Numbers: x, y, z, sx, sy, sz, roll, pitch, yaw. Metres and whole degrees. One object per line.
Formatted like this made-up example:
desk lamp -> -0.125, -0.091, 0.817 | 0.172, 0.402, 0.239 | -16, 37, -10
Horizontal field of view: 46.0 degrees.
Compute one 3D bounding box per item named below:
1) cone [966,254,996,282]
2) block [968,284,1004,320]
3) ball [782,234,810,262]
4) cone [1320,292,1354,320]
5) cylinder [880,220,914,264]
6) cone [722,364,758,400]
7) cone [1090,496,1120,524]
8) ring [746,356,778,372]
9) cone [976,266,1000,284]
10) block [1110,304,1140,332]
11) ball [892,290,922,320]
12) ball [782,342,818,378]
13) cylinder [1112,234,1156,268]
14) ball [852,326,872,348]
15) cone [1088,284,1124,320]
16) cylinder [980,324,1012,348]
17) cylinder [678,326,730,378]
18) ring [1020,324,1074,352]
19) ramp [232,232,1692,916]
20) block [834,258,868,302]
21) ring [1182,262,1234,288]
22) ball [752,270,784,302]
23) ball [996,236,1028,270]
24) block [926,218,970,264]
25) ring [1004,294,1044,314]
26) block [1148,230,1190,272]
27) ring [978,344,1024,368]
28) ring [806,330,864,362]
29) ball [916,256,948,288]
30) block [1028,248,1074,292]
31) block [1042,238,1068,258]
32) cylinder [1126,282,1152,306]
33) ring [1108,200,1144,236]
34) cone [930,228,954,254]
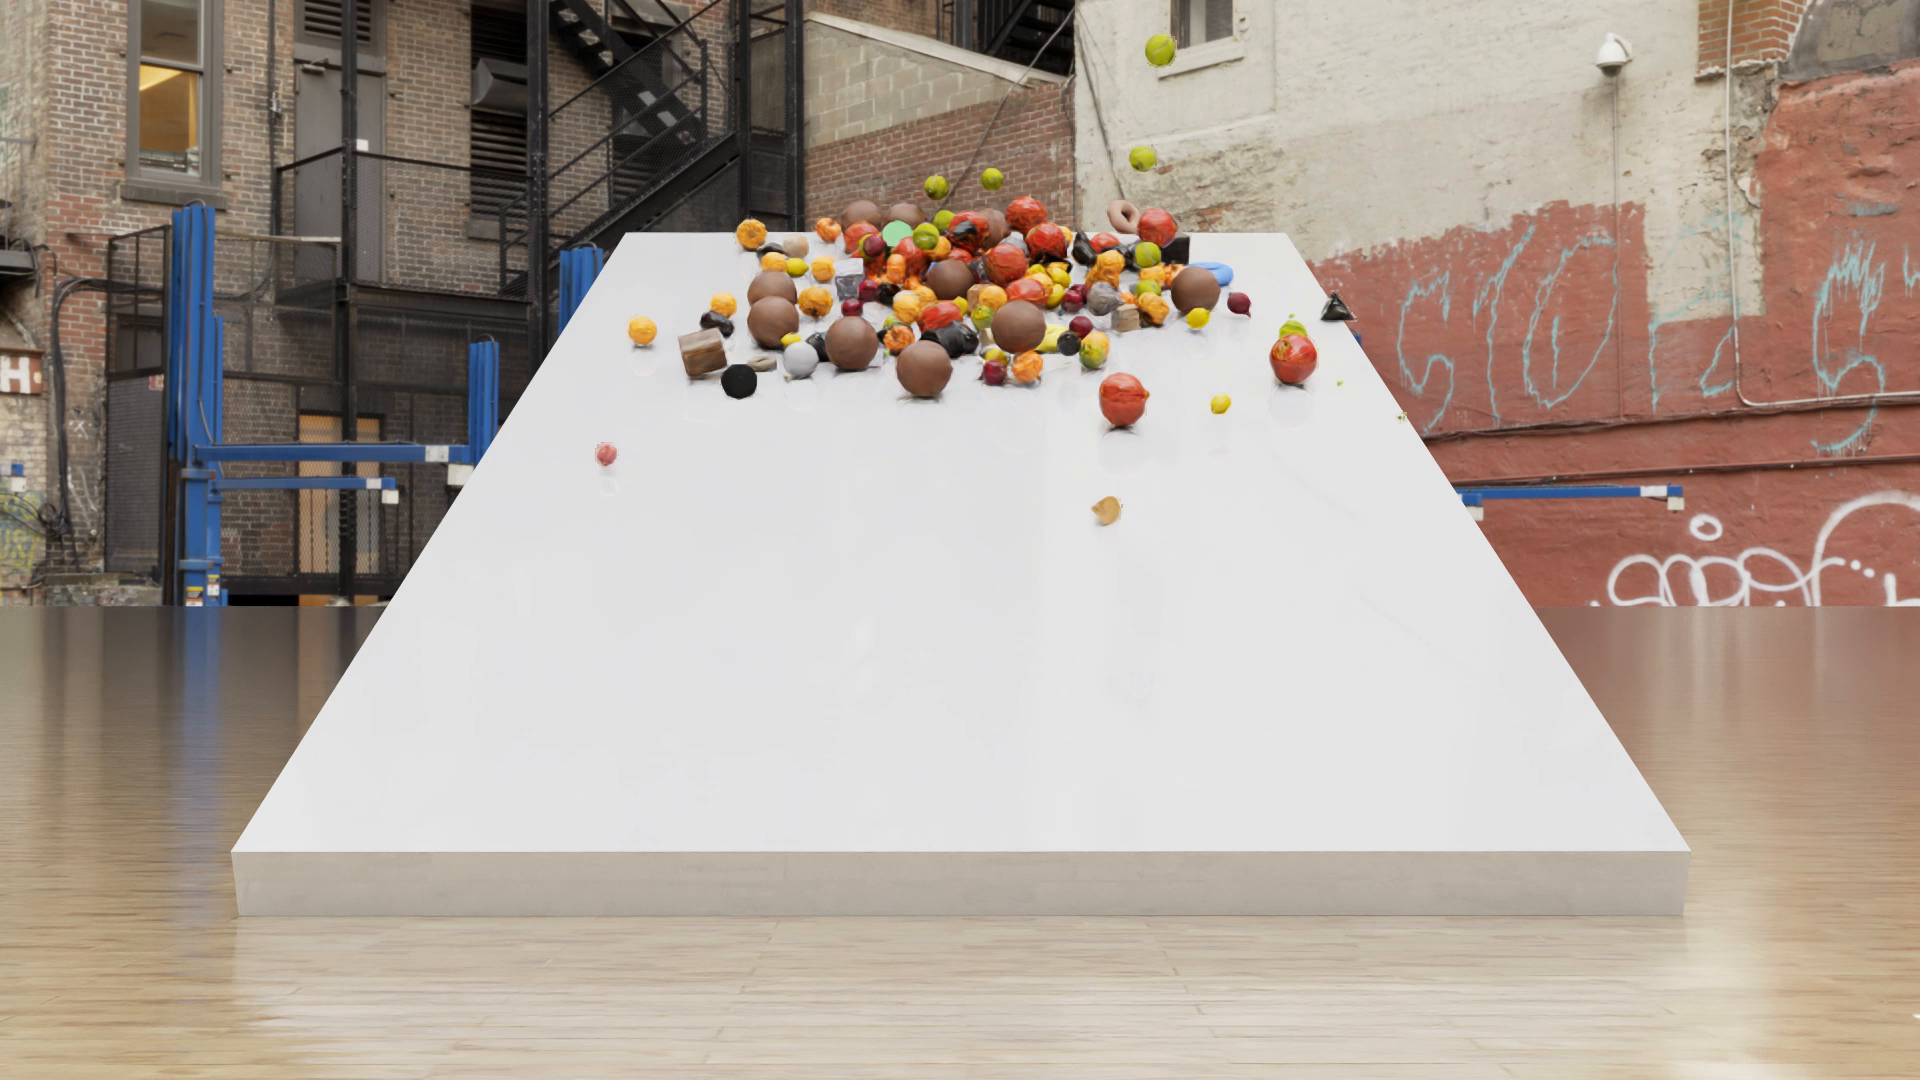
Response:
cone -> 0.043, -0.717, 5.930 | 0.071, 0.071, 0.071 | 14, 8, 40
block -> 0.067, -0.619, 5.887 | 0.076, 0.076, 0.076 | 6, 21, 17
ball -> -0.470, -0.838, 6.489 | 0.078, 0.078, 0.078 | 0, -2, 0
cone -> 0.986, -0.588, 5.861 | 0.082, 0.082, 0.082 | 28, -3, -2
cylinder -> -0.173, -0.814, 6.196 | 0.086, 0.086, 0.086 | 0, -21, -6
cone -> -0.502, -0.360, 5.213 | 0.083, 0.083, 0.083 | 0, -3, 2
cone -> 0.271, -0.060, 4.384 | 0.056, 0.056, 0.056 | 1, 7, -39
ring -> -0.473, -0.422, 5.413 | 0.075, 0.025, 0.075 | -3, 21, 1
cone -> 0.089, -0.700, 6.176 | 0.072, 0.072, 0.072 | -16, -39, -14
block -> 0.421, -0.566, 5.770 | 0.057, 0.057, 0.057 | -5, 20, -14
ball -> -0.138, -0.610, 5.861 | 0.076, 0.076, 0.076 | 0, -2, 0
ball -> -0.376, -0.425, 5.334 | 0.085, 0.085, 0.085 | 0, -2, 0
cylinder -> 0.490, -0.815, 6.389 | 0.090, 0.090, 0.090 | 1, 12, -33
ball -> -0.246, -0.502, 5.592 | 0.055, 0.055, 0.055 | 0, -2, 0
cone -> 0.385, -0.601, 5.698 | 0.092, 0.092, 0.092 | 1, 4, -40
cylinder -> 0.086, -0.493, 5.563 | 0.059, 0.059, 0.059 | 12, -7, -25
cylinder -> -0.602, -0.443, 5.323 | 0.099, 0.099, 0.099 | -14, -1, -2
ring -> 0.215, -0.501, 5.604 | 0.138, 0.046, 0.138 | 2, 20, -1
ramp -> -0.005, -0.205, 4.999 | 2.000, 0.100, 4.000 | 0, 20, 0
block -> -0.292, -0.696, 6.049 | 0.078, 0.078, 0.078 | -8, 39, 1
ring -> 0.682, -0.731, 6.240 | 0.145, 0.048, 0.145 | -1, 21, 0
ball -> -0.513, -0.678, 6.036 | 0.083, 0.083, 0.083 | 0, -2, 0
ball -> 0.140, -0.774, 6.099 | 0.088, 0.088, 0.088 | 0, -2, 0
block -> -0.036, -0.854, 6.468 | 0.079, 0.079, 0.079 | -46, 7, 34
ring -> 0.167, -0.618, 5.945 | 0.106, 0.035, 0.106 | 1, 20, -1
block -> 0.591, -0.821, 6.423 | 0.093, 0.093, 0.093 | -6, 21, -15
ring -> 0.098, -0.444, 5.459 | 0.112, 0.037, 0.112 | -2, 21, 1
ring -> -0.309, -0.472, 5.516 | 0.147, 0.049, 0.147 | -1, 22, 1
ball -> -0.078, -0.731, 6.183 | 0.085, 0.085, 0.085 | 0, -2, 0
block -> 0.242, -0.723, 6.059 | 0.081, 0.081, 0.081 | 23, 11, -14
block -> 0.271, -0.839, 6.528 | 0.054, 0.054, 0.054 | 12, 23, 30
cylinder -> 0.475, -0.651, 6.011 | 0.053, 0.053, 0.053 | -23, -7, 14
ring -> 0.476, -0.923, 6.511 | 0.122, 0.122, 0.041 | 1, -27, -42
cone -> -0.035, -0.836, 6.229 | 0.071, 0.071, 0.071 | 1, -39, -40
